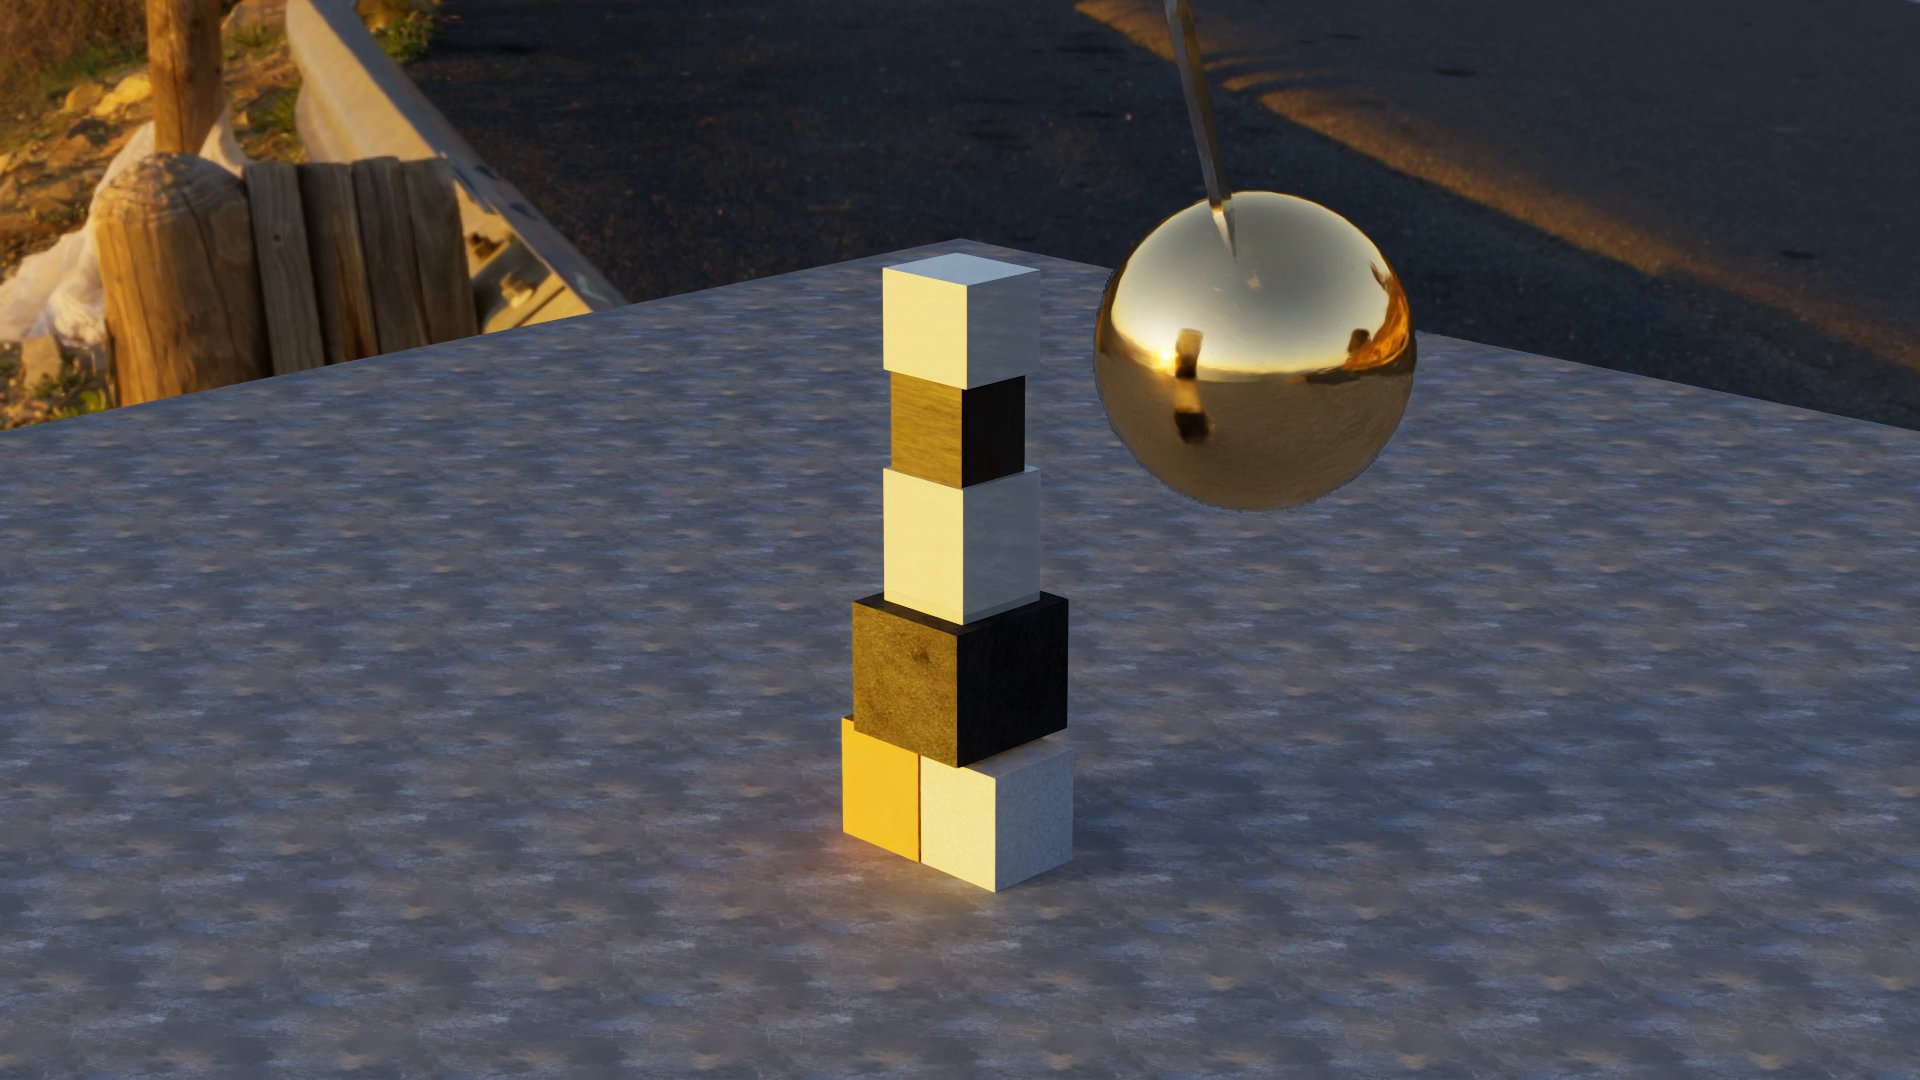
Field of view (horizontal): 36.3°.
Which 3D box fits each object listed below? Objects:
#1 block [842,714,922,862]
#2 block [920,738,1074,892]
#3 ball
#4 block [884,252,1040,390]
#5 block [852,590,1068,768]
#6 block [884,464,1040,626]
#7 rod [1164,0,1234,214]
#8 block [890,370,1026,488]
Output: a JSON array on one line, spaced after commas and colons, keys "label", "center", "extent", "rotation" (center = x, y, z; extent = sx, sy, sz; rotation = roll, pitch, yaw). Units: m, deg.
[{"label": "block", "center": [-0.180, 1.106, 13.861], "extent": [0.549, 0.578, 0.510], "rotation": [-17, 24, -42]}, {"label": "block", "center": [0.171, 1.226, 13.521], "extent": [0.515, 0.552, 0.476], "rotation": [-17, 24, -42]}, {"label": "ball", "center": [1.467, -0.939, 14.584], "extent": [1.600, 1.600, 1.600], "rotation": [0, 17, 0]}, {"label": "block", "center": [0.007, -0.980, 13.041], "extent": [0.463, 0.462, 0.522], "rotation": [-17, 24, -42]}, {"label": "block", "center": [0.003, 0.577, 13.526], "extent": [0.724, 0.631, 0.678], "rotation": [-17, 24, -42]}, {"label": "block", "center": [0.010, -0.024, 13.344], "extent": [0.499, 0.626, 0.506], "rotation": [-17, 24, -42]}, {"label": "rod", "center": [0.636, -3.733, 12.835], "extent": [0.080, 5.200, 0.080], "rotation": [17, 44, 42]}, {"label": "block", "center": [-0.009, -0.536, 13.164], "extent": [0.403, 0.458, 0.447], "rotation": [-17, 24, -42]}]
